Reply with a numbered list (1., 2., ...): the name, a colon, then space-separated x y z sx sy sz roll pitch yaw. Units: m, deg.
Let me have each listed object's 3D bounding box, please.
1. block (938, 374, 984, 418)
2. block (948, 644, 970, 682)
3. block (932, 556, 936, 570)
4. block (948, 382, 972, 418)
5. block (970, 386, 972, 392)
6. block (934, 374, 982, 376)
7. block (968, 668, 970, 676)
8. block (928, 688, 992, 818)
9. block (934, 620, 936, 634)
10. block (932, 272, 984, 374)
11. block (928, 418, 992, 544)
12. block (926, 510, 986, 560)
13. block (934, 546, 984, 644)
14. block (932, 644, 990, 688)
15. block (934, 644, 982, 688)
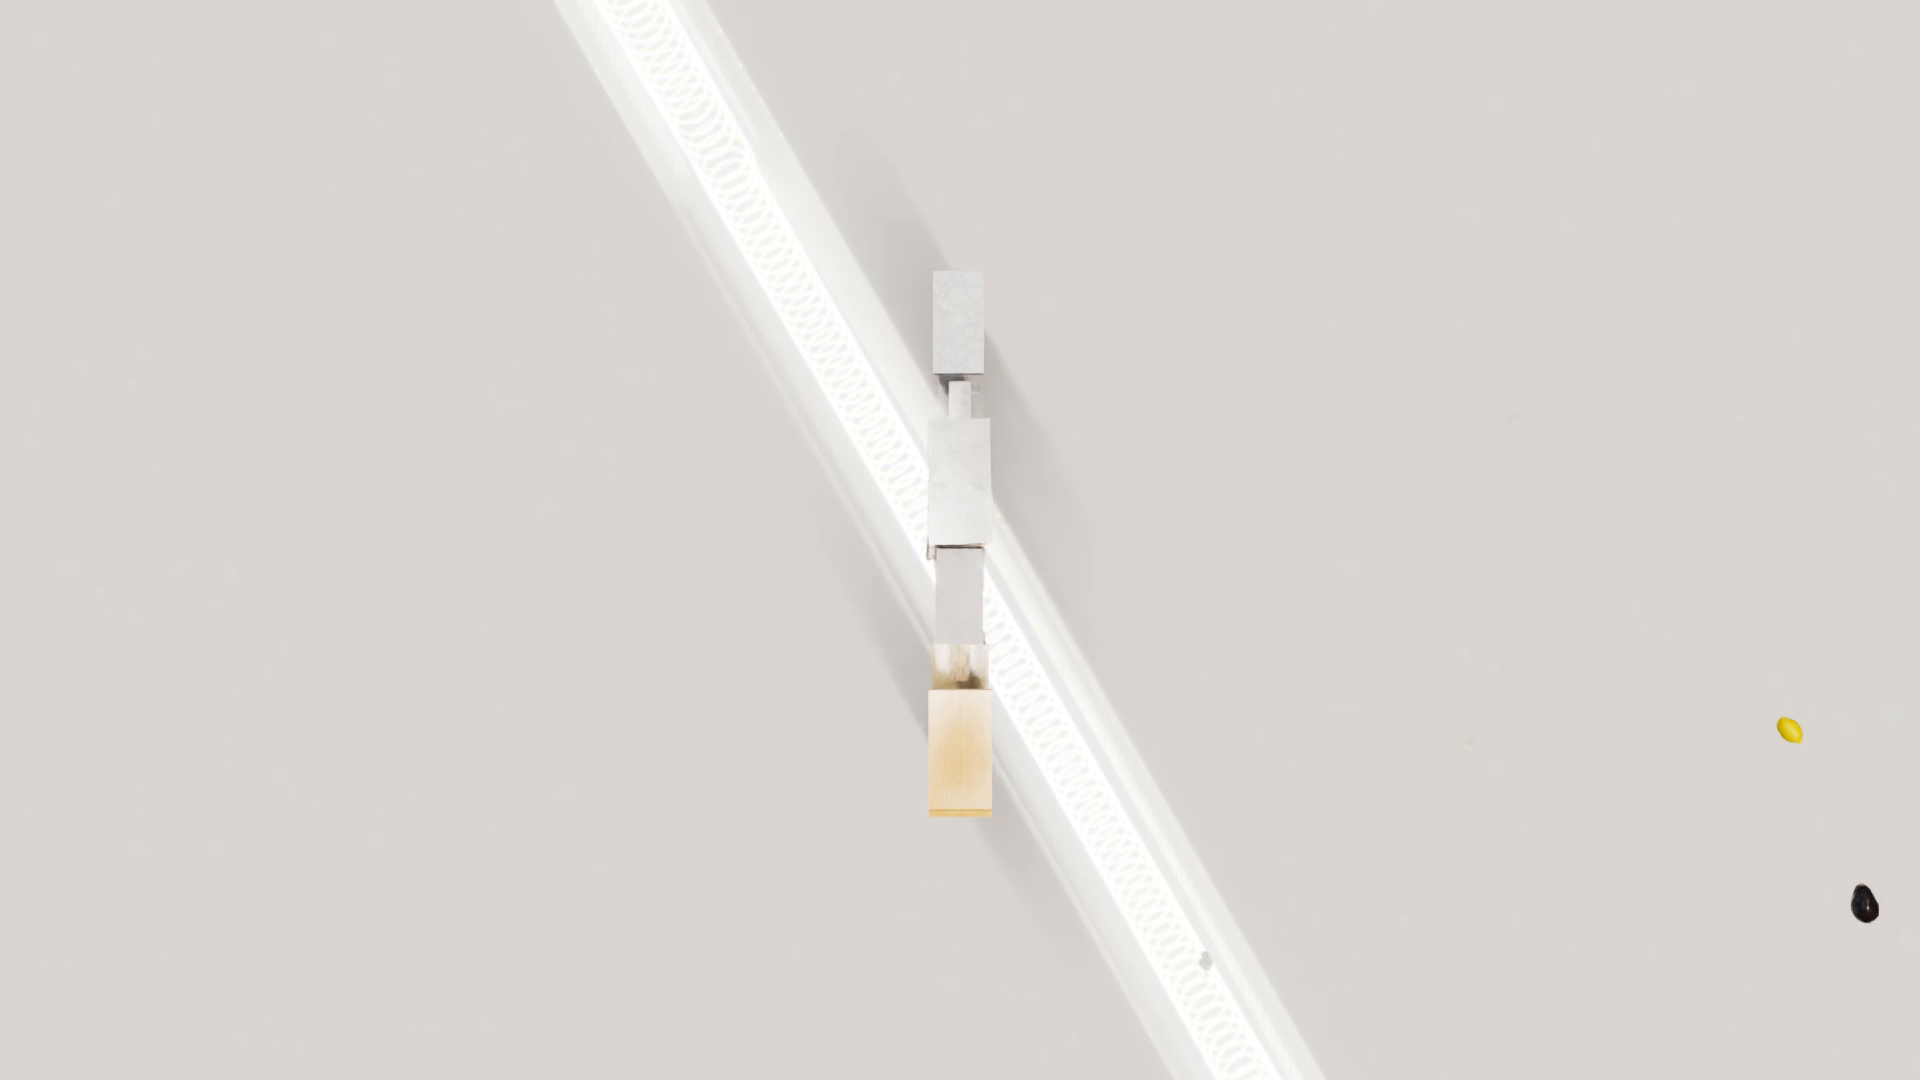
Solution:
1. block: 0.003 -0.426 4.870 0.132 0.037 0.265 0 90 0
2. block: -0.002 0.342 4.662 0.056 0.016 0.113 4 90 0
3. block: -0.007 0.064 4.622 0.130 0.261 0.037 1 89 -3
4. block: 0.000 -0.391 4.717 0.063 0.018 0.126 0 90 0
5. block: 0.000 -0.433 4.789 0.063 0.126 0.018 0 90 0
6. block: -0.004 -0.505 4.711 0.140 0.281 0.040 0 90 0
7. block: -0.002 0.376 4.727 0.056 0.113 0.016 2 90 0
8. block: 0.001 0.570 4.421 0.169 0.048 0.338 0 90 0
9. block: -0.003 0.236 4.642 0.130 0.282 0.037 0 90 0
10. block: -0.004 -0.598 4.551 0.140 0.040 0.281 0 90 0
11. block: -0.001 -0.156 4.401 0.167 0.047 0.334 -1 88 0
12. block: -0.009 -0.112 4.786 0.171 0.049 0.343 2 90 0
13. block: -0.001 0.150 4.474 0.131 0.037 0.261 1 95 0
14. block: 0.002 0.499 5.122 0.176 0.050 0.353 0 90 0
15. block: -0.006 0.375 4.802 0.138 0.039 0.275 0 90 0
